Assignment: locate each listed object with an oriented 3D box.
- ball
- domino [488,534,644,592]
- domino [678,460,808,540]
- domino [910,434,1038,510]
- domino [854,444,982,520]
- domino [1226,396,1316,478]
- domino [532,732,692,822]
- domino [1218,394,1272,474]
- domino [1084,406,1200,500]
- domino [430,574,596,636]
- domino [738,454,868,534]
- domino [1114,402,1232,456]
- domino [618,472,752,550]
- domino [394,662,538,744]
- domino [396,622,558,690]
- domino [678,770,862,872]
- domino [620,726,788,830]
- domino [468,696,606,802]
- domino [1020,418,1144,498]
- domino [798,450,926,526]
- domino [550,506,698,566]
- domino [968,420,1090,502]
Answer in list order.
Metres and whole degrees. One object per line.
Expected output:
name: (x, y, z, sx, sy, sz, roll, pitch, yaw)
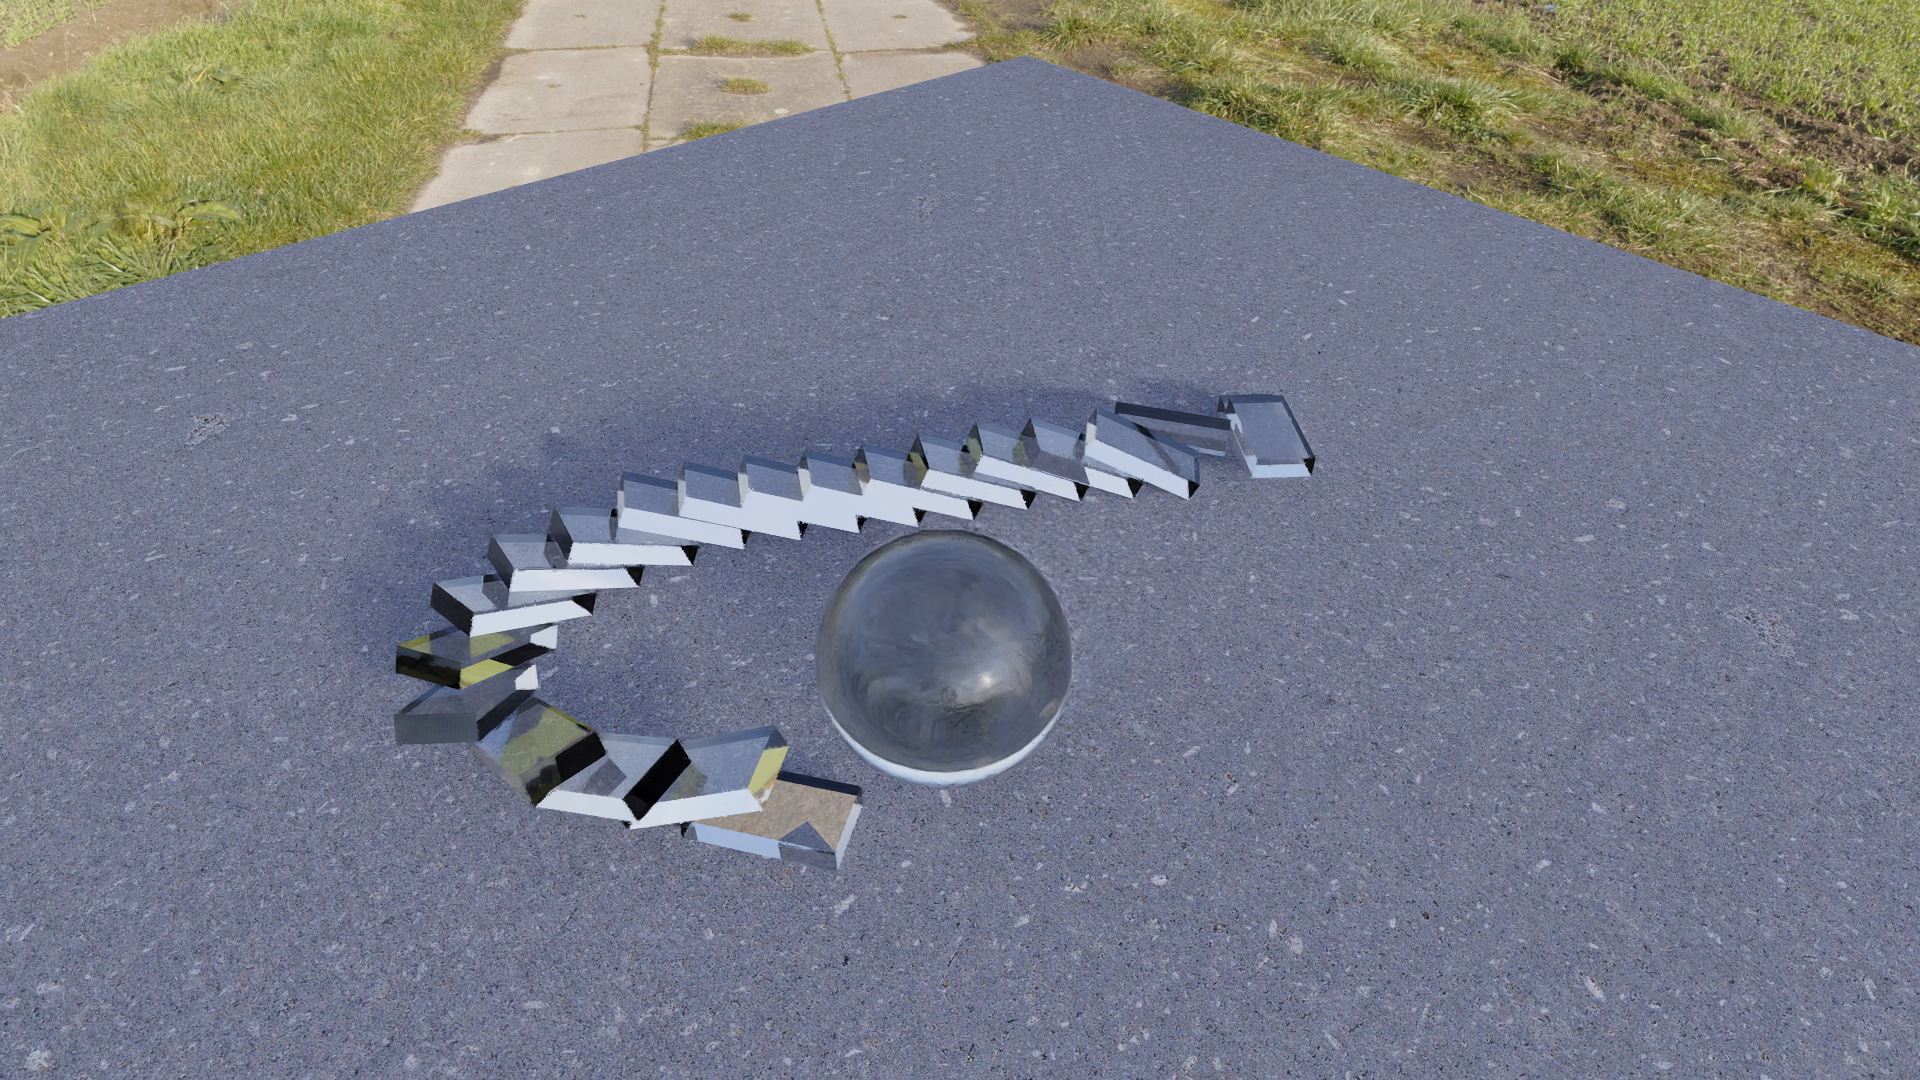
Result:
ball: (-0.005, 0.036, 0.343, 0.080, 0.080, 0.080, 0, 39, 0)
domino: (-0.149, 0.008, 0.417, 0.050, 0.009, 0.025, 0, 30, -43)
domino: (-0.088, -0.016, 0.447, 0.050, 0.010, 0.025, 12, 33, -25)
domino: (0.006, -0.029, 0.463, 0.050, 0.010, 0.025, 12, 34, -24)
domino: (-0.017, -0.024, 0.458, 0.050, 0.009, 0.025, 12, 34, -24)
domino: (0.136, -0.046, 0.485, 0.025, 0.010, 0.050, -2, 39, -2)
domino: (-0.110, 0.072, 0.340, 0.050, 0.010, 0.025, -3, 33, 35)
domino: (0.137, -0.049, 0.504, 0.025, 0.010, 0.050, -2, 39, -3)
domino: (0.079, -0.038, 0.474, 0.050, 0.010, 0.025, 23, 39, -9)
domino: (-0.162, 0.021, 0.400, 0.025, 0.010, 0.050, 27, 20, 29)
domino: (-0.065, -0.019, 0.451, 0.050, 0.009, 0.025, 12, 34, -25)
domino: (0.094, -0.049, 0.491, 0.050, 0.025, 0.010, 11, 81, 13)
domino: (-0.111, -0.012, 0.442, 0.050, 0.009, 0.025, 11, 33, -26)
domino: (-0.160, 0.053, 0.361, 0.025, 0.010, 0.050, -2, 11, 0)
domino: (-0.166, 0.037, 0.381, 0.025, 0.010, 0.050, 12, 13, 14)
domino: (-0.058, 0.084, 0.341, 0.050, 0.009, 0.025, 9, 40, 11)
domino: (-0.079, 0.073, 0.336, 0.050, 0.010, 0.025, -13, 33, 22)
domino: (-0.135, 0.065, 0.348, 0.025, 0.009, 0.050, -33, 25, -34)
domino: (0.052, -0.035, 0.471, 0.050, 0.009, 0.025, 15, 35, -20)
domino: (-0.041, -0.021, 0.454, 0.050, 0.010, 0.025, 12, 34, -24)
domino: (-0.131, -0.001, 0.429, 0.050, 0.010, 0.025, 3, 31, -40)
domino: (0.029, -0.034, 0.469, 0.050, 0.009, 0.025, 15, 35, -20)
